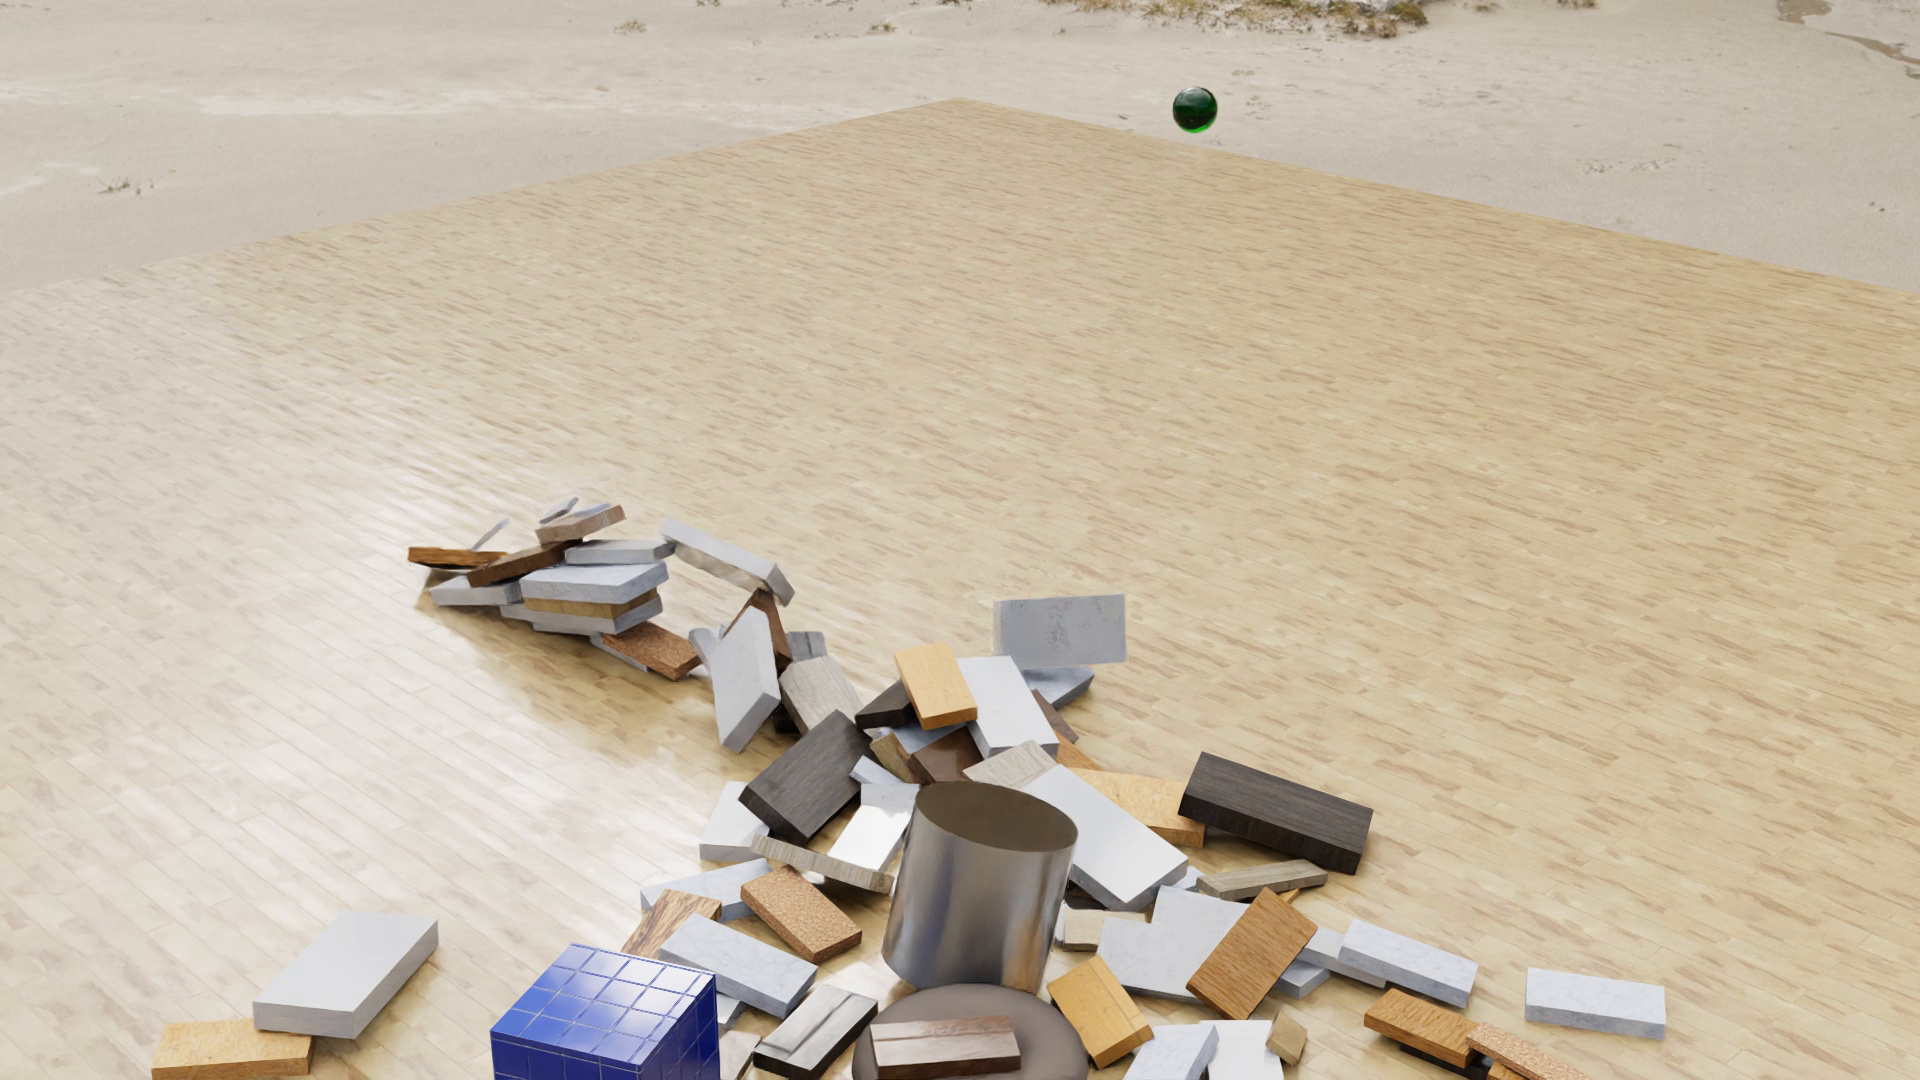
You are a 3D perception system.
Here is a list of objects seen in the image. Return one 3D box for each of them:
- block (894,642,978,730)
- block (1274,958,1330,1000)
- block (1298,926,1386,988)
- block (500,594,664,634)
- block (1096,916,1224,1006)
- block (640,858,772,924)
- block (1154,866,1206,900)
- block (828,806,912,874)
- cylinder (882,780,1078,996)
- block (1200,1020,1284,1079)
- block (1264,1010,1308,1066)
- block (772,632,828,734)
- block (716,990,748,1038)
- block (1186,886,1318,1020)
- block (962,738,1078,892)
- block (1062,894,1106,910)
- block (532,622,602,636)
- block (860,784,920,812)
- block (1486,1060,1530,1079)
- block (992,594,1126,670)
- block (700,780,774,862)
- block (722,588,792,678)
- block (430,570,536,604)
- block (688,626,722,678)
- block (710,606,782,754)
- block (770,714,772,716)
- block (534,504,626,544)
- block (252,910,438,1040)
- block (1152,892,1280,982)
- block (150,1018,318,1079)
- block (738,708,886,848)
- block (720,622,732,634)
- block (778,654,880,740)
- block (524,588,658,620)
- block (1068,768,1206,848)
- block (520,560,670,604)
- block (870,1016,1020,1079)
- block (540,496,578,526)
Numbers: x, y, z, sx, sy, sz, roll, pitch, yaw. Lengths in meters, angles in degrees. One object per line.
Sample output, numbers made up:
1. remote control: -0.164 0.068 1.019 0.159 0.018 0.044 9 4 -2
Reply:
1. block: -0.051 0.302 4.589 0.116 0.033 0.232 -12 36 -11
2. block: 0.559 0.756 3.944 0.187 0.027 0.094 20 30 39
3. block: 0.676 0.738 3.932 0.187 0.027 0.094 18 20 13
4. block: -0.897 0.156 5.189 0.422 0.042 0.148 6 23 41
5. block: 0.363 0.746 3.880 0.242 0.034 0.121 7 58 16
6. block: -0.461 0.671 4.134 0.250 0.035 0.125 -11 25 -24
7. block: 0.414 0.657 4.190 0.117 0.017 0.059 -15 27 -31
8. block: -0.177 0.596 4.317 0.112 0.032 0.223 7 24 16
9. cylinder: 0.033 0.615 3.857 0.291 0.291 0.291 12 15 -3
10. block: 0.469 0.881 3.640 0.121 0.034 0.242 0 23 0
11. block: 0.550 0.838 3.705 0.058 0.016 0.116 36 19 7
12. block: -0.355 0.313 4.866 0.145 0.041 0.290 -2 38 -14
13. block: -0.423 0.790 3.858 0.109 0.031 0.219 6 24 14
14. block: 0.509 0.727 3.828 0.116 0.033 0.231 36 64 17
15. block: 0.170 0.537 4.307 0.170 0.048 0.340 -22 44 -26
16. block: 0.194 0.690 4.108 0.145 0.021 0.072 7 24 16
17. block: -0.898 0.188 5.217 0.219 0.031 0.109 3 20 36
18. block: -0.141 0.525 4.453 0.118 0.059 0.017 0 -18 1
19. block: 0.961 0.893 3.582 0.189 0.027 0.095 21 31 22
20. block: 0.221 0.203 4.877 0.305 0.153 0.043 -2 0 -24
21. block: -0.430 0.561 4.392 0.125 0.035 0.250 3 23 7
22. block: -0.450 0.237 4.857 0.041 0.145 0.290 29 17 -26
23. block: -1.137 0.112 5.336 0.295 0.042 0.148 -2 18 42
24. block: -0.545 0.266 5.017 0.090 0.025 0.179 -4 40 -31
25. block: -0.464 0.296 4.724 0.045 0.160 0.320 29 23 -26
26. block: -0.435 0.319 4.900 0.090 0.025 0.179 14 36 -2
27. block: -0.905 -0.038 5.233 0.131 0.037 0.262 -25 10 -28
28. block: -1.071 0.757 3.856 0.180 0.051 0.359 4 16 9
29. block: 0.461 0.708 3.932 0.242 0.034 0.121 5 64 24
30. block: -1.216 0.856 3.698 0.250 0.035 0.125 -3 23 -7
31. block: -0.288 0.483 4.466 0.160 0.045 0.365 40 33 8
32. block: -0.480 0.255 5.018 0.090 0.025 0.179 1 38 -25
33. block: -0.285 0.368 4.738 0.145 0.041 0.290 -12 42 -25
34. block: -0.861 0.128 5.116 0.295 0.042 0.148 4 22 38
35. block: 0.348 0.534 4.395 0.287 0.041 0.144 7 35 7
36. block: -0.845 0.091 5.074 0.320 0.045 0.160 2 21 36
37. block: -0.025 0.806 3.487 0.224 0.032 0.112 -2 22 -9
38. block: -0.970 -0.071 5.320 0.104 0.015 0.052 -23 25 39
